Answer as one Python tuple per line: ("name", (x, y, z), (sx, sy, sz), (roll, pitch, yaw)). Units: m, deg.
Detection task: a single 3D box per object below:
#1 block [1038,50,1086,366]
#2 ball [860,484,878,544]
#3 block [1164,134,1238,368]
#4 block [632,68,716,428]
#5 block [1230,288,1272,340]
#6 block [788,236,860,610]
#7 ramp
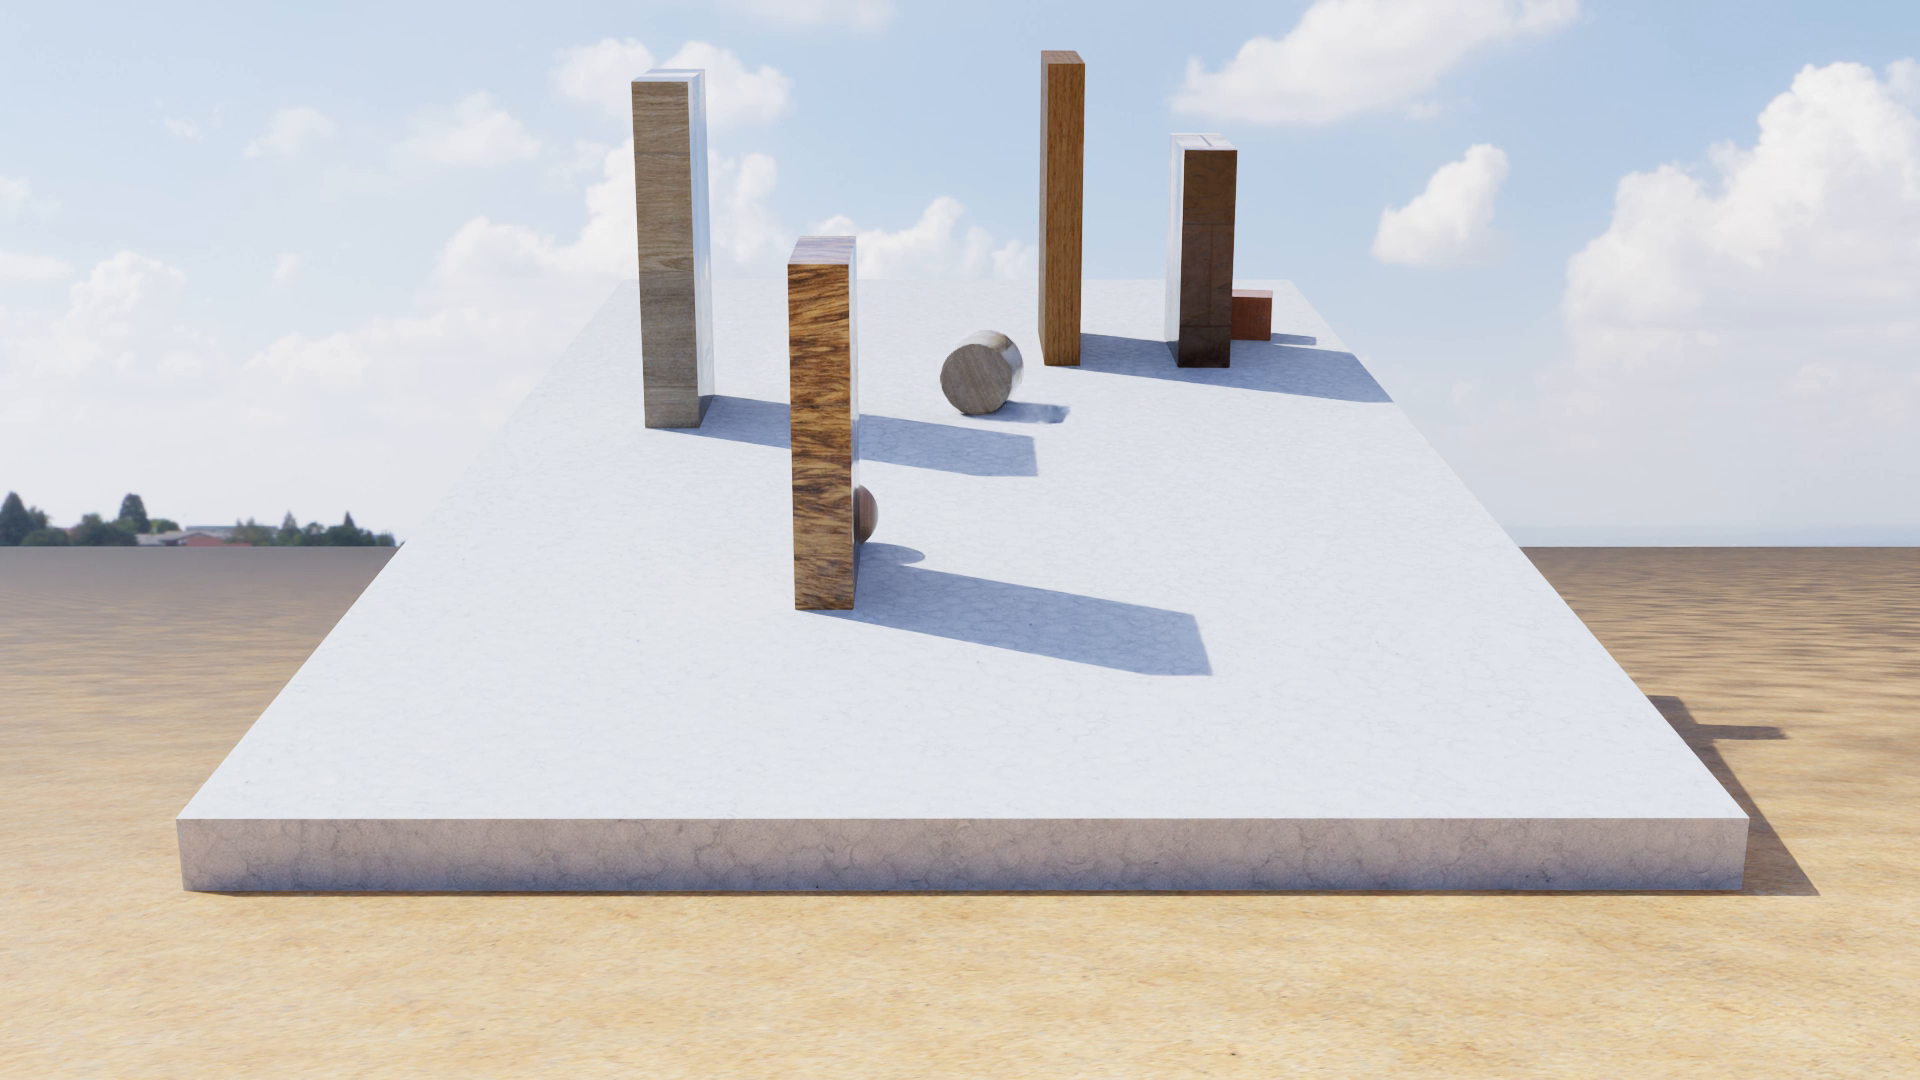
("block", (0.252, -0.841, 5.563), (0.088, 0.730, 0.436), (0, 17, 0))
("ball", (-0.206, -0.045, 3.943), (0.123, 0.123, 0.123), (0, 0, 0))
("block", (0.598, -0.730, 5.539), (0.127, 0.530, 0.373), (0, 17, 0))
("block", (-0.628, -0.648, 4.884), (0.118, 0.743, 0.336), (0, 17, 0))
("block", (0.760, -0.591, 5.805), (0.113, 0.113, 0.113), (3, 17, 8))
("block", (-0.223, -0.200, 3.680), (0.096, 0.569, 0.292), (0, 17, 0))
("ramp", (-0.002, -0.167, 4.746), (2.000, 0.100, 4.000), (0, 17, 0))
